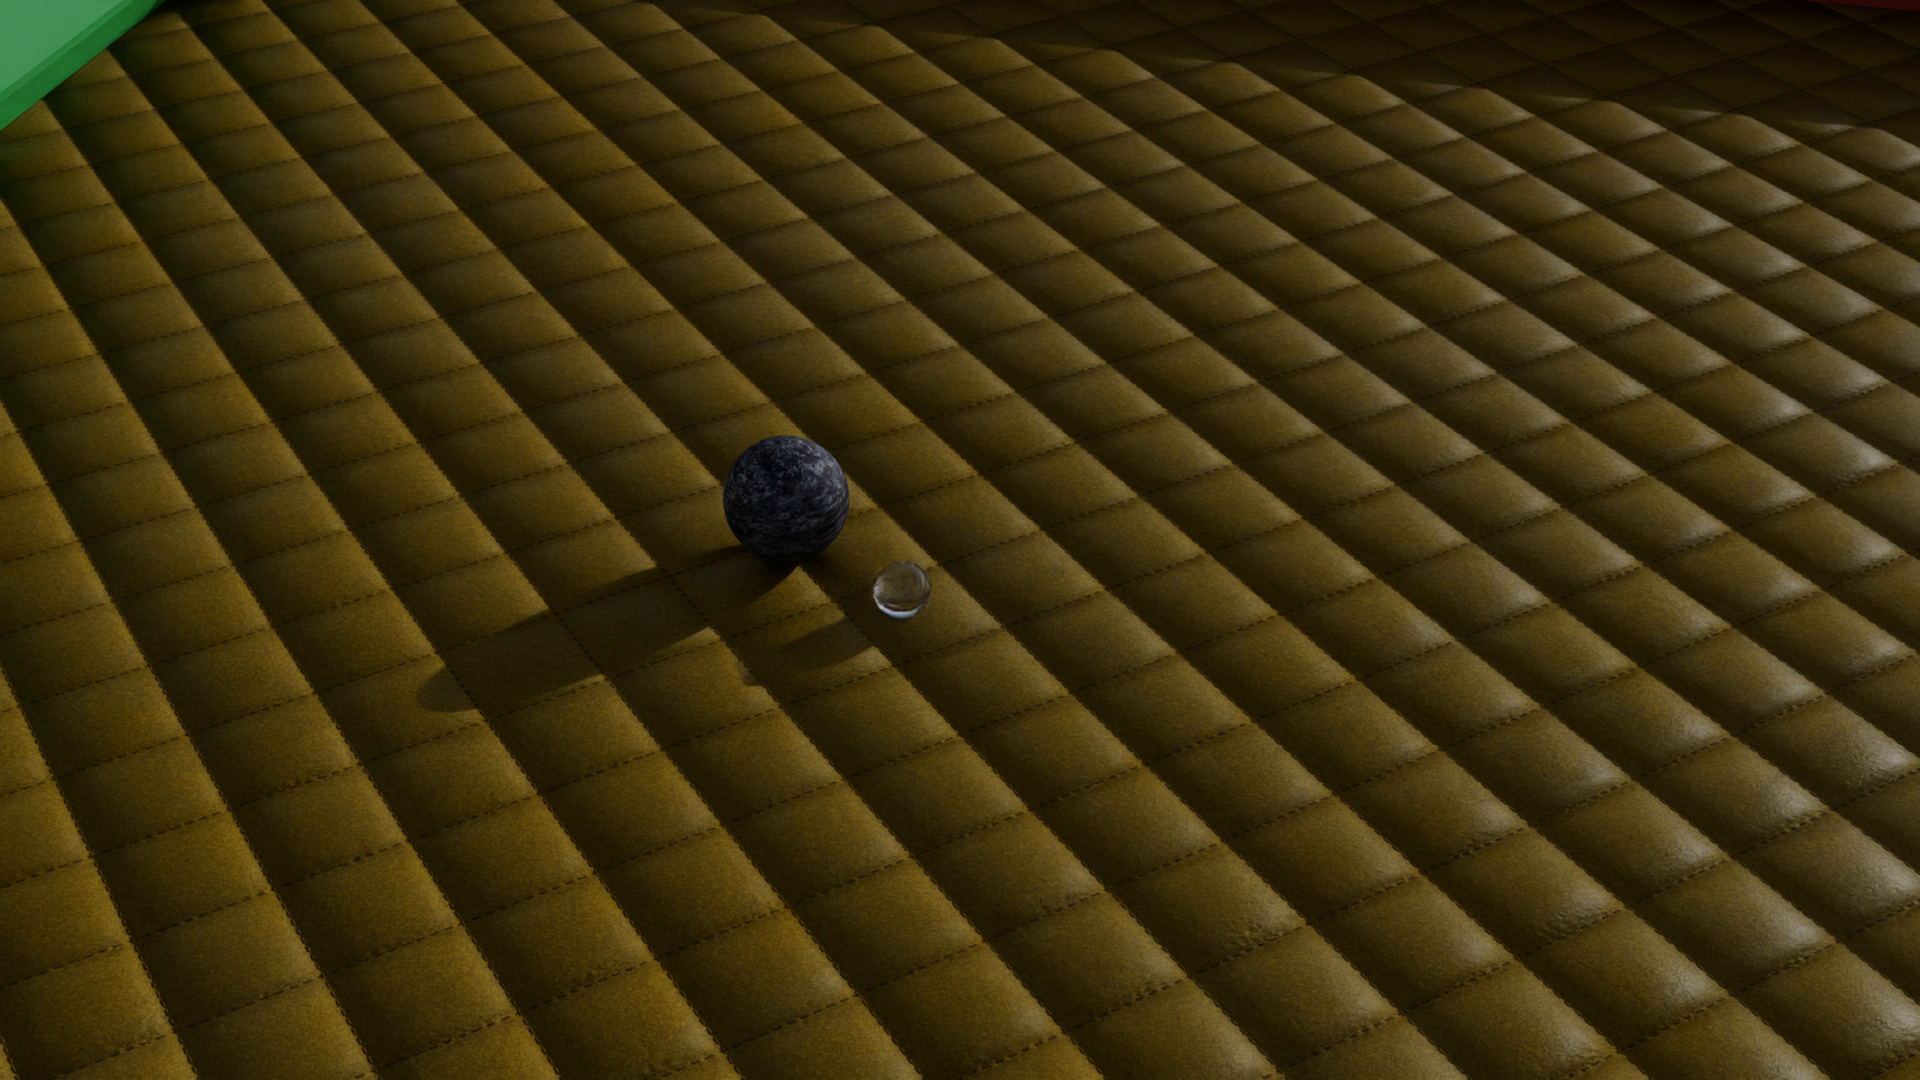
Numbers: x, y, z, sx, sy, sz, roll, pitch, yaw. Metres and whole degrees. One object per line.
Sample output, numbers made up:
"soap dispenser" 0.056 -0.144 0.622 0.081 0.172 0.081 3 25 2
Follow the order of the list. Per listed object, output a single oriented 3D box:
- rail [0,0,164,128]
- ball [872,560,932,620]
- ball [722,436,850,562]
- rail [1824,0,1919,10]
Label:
"rail" -1.022 -0.171 2.041 0.045 0.119 2.486 8 35 12
"ball" -0.041 0.035 1.812 0.042 0.042 0.042 0 35 0
"ball" -0.126 -0.030 1.862 0.092 0.092 0.092 0 35 0
"rail" 1.342 -0.549 2.587 4.311 0.119 0.045 8 35 12
